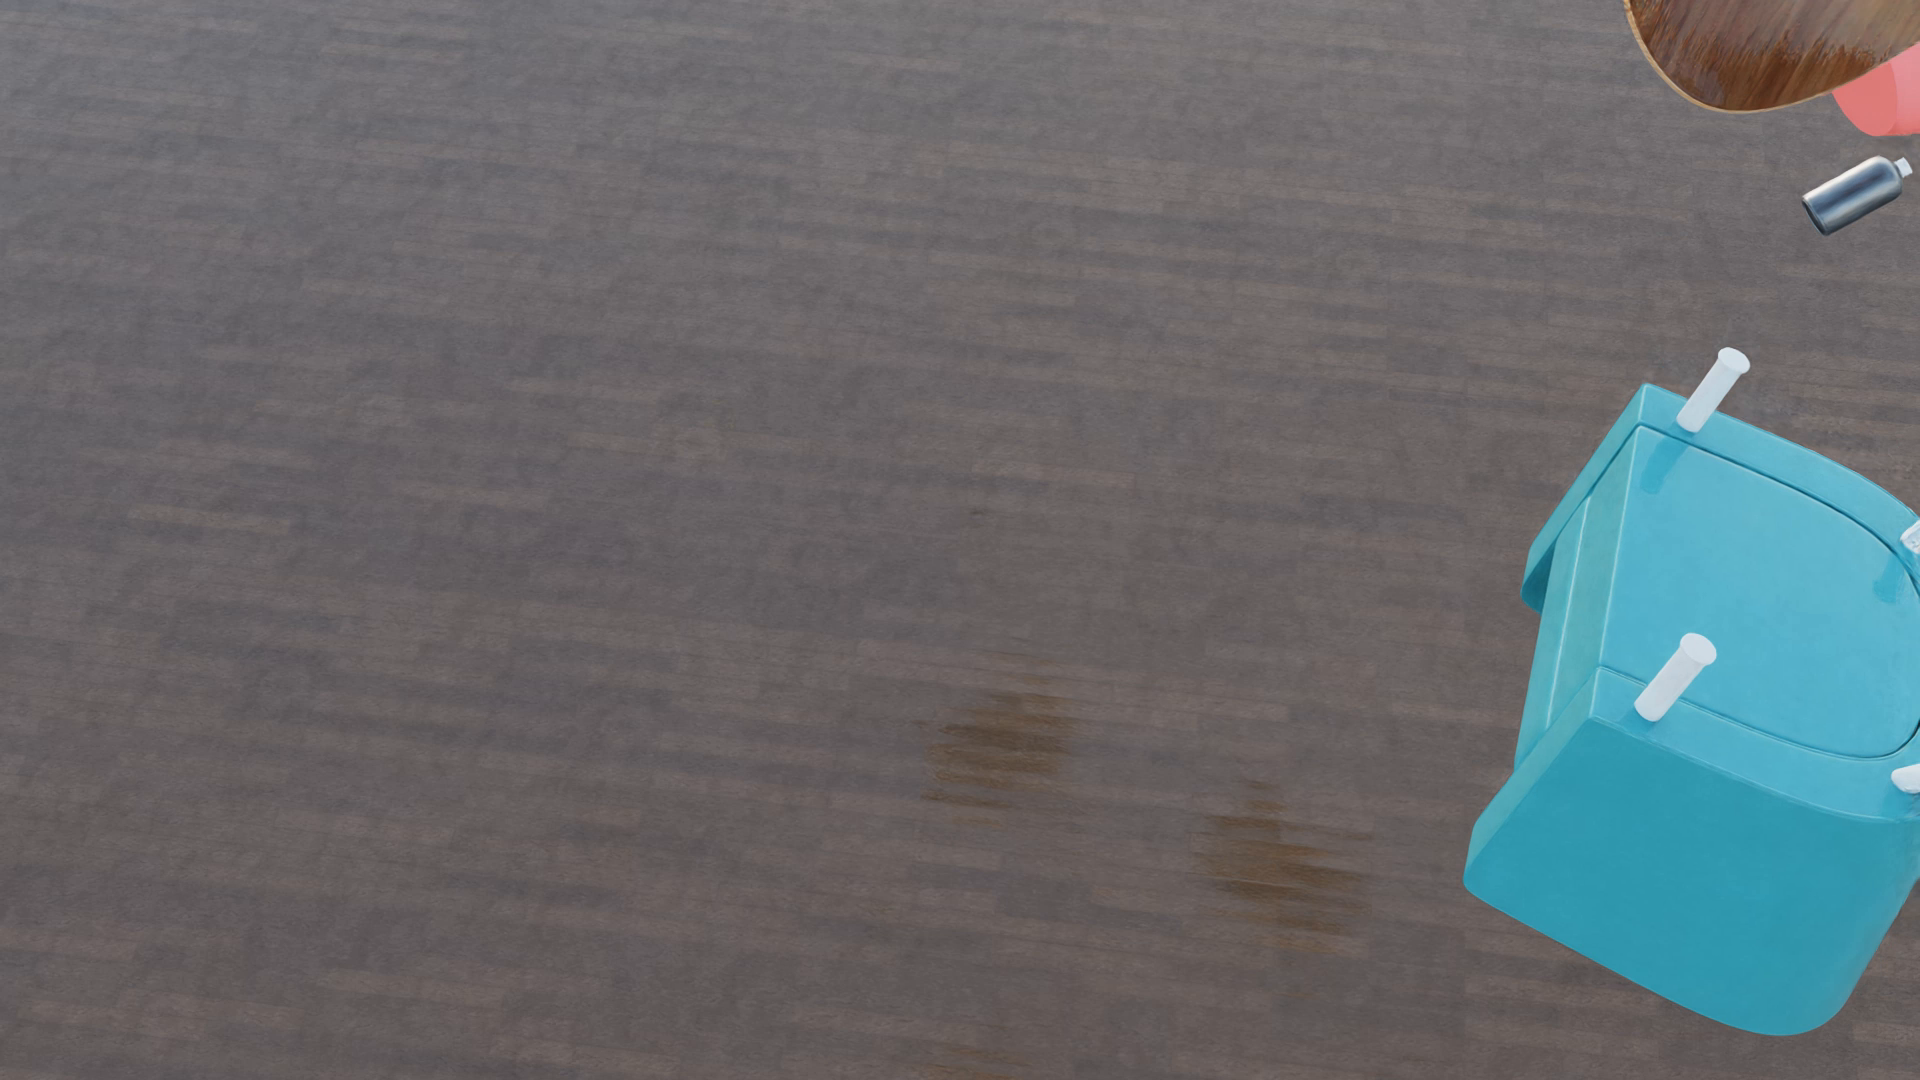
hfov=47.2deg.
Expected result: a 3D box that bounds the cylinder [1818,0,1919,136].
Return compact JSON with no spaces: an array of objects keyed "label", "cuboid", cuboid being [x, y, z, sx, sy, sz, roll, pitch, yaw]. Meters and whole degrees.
[{"label":"cylinder","cuboid":[1.611,-0.802,3.729,0.241,0.129,0.252,-7,69,-24]}]
